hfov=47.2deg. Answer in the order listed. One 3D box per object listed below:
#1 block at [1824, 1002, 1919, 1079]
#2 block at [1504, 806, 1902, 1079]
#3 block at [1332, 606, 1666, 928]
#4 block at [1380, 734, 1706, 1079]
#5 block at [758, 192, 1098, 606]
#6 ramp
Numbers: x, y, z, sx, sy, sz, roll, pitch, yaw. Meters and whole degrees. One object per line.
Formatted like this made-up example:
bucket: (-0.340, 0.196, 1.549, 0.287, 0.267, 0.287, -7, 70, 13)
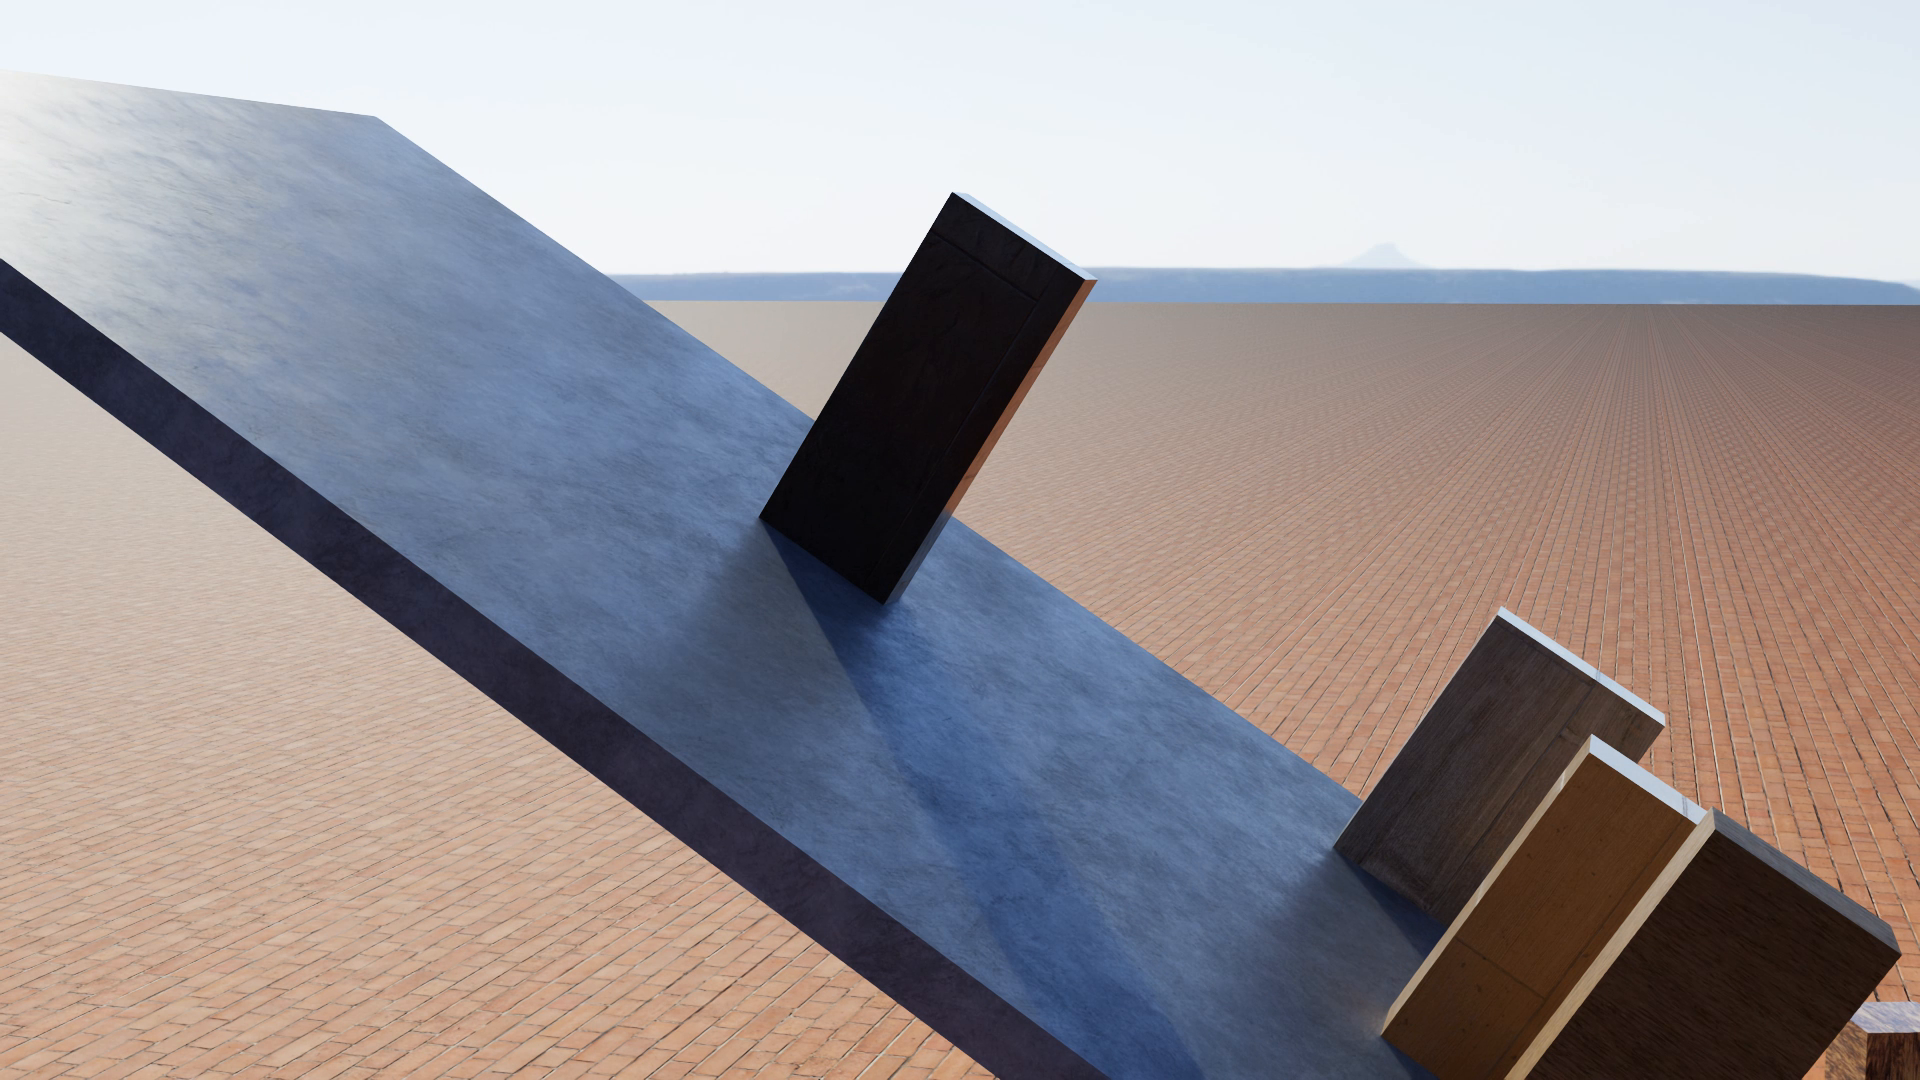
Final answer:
block: (2.072, 1.160, 4.900, 0.202, 0.202, 0.202, 0, 7, -2)
block: (0.945, 0.748, 3.035, 0.279, 0.722, 0.135, 35, 15, 11)
block: (1.076, 0.485, 4.409, 0.380, 0.582, 0.119, 35, 15, 11)
block: (1.063, 0.705, 3.647, 0.450, 0.600, 0.149, 35, 15, 11)
block: (-0.067, -0.269, 4.227, 0.305, 0.741, 0.101, 35, 15, 11)
ramp: (-0.141, 0.235, 4.106, 4.000, 0.100, 2.000, 35, 15, 11)
